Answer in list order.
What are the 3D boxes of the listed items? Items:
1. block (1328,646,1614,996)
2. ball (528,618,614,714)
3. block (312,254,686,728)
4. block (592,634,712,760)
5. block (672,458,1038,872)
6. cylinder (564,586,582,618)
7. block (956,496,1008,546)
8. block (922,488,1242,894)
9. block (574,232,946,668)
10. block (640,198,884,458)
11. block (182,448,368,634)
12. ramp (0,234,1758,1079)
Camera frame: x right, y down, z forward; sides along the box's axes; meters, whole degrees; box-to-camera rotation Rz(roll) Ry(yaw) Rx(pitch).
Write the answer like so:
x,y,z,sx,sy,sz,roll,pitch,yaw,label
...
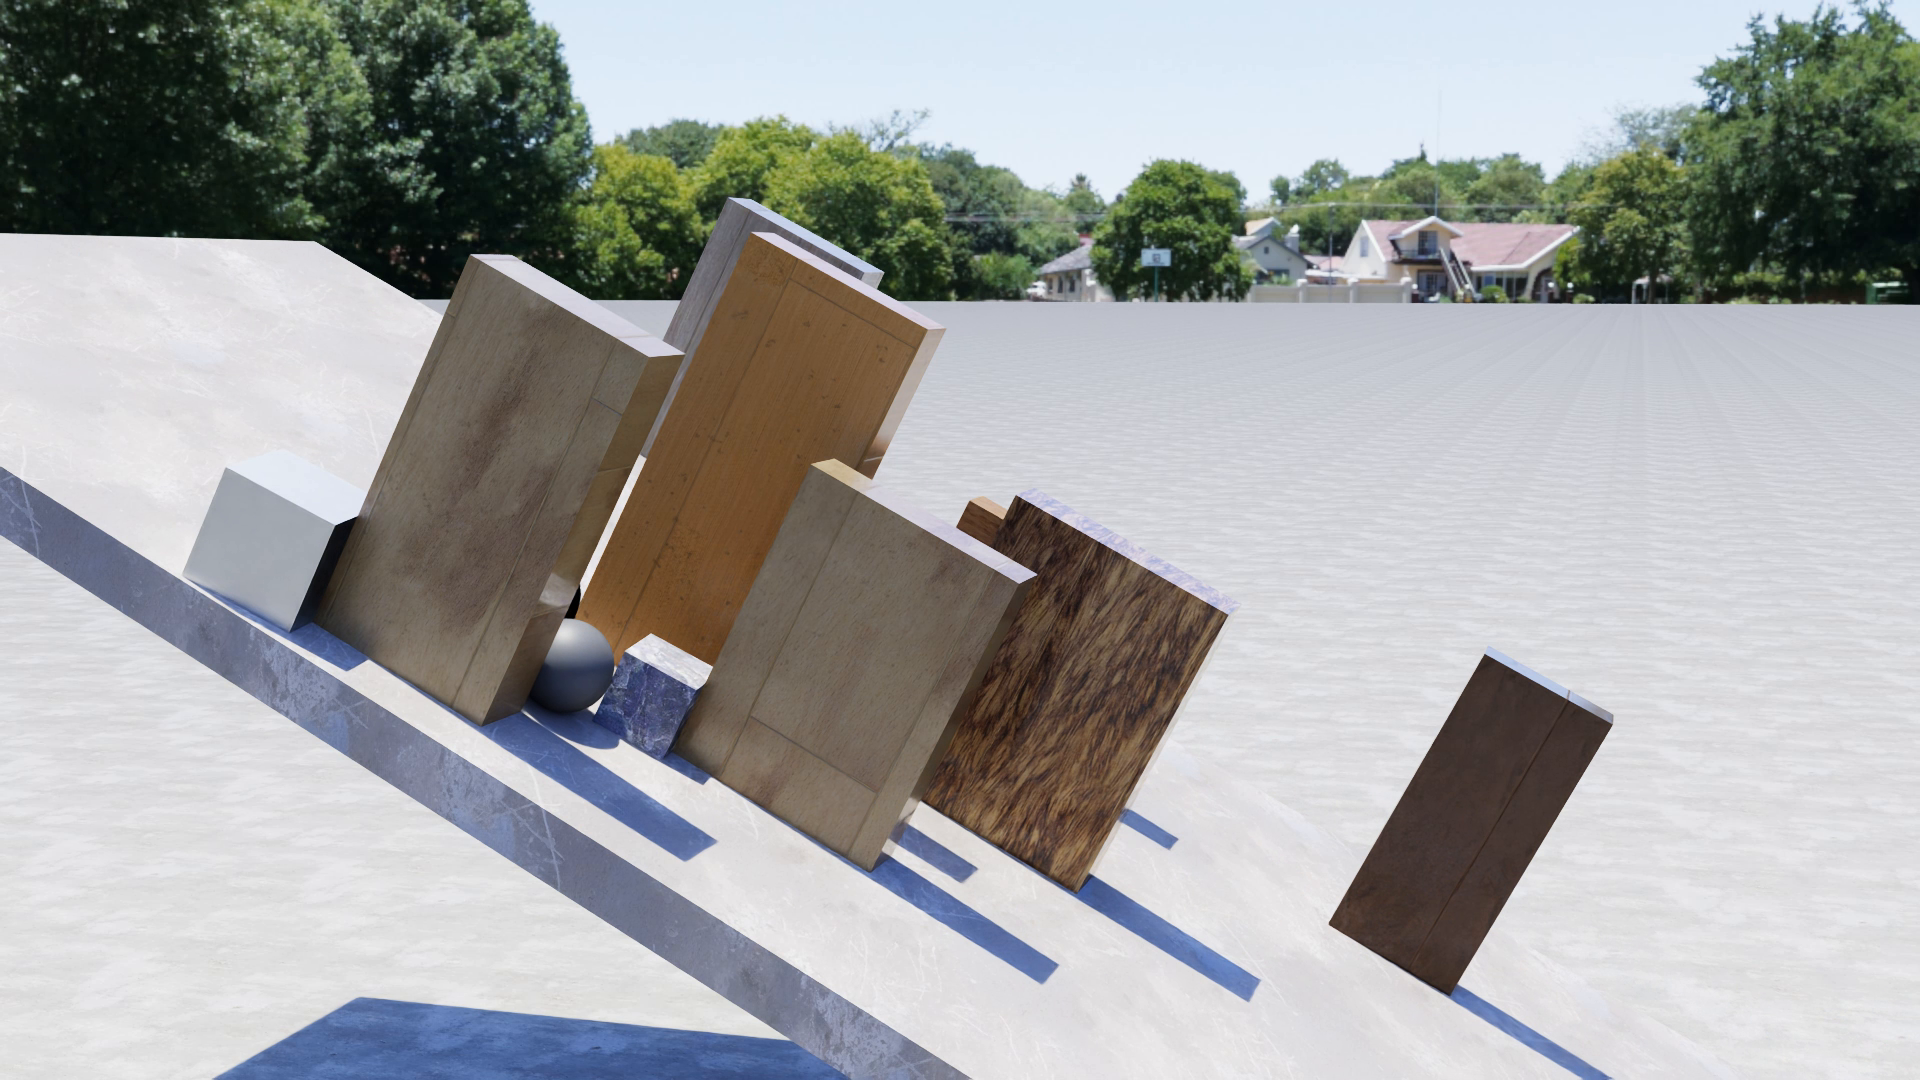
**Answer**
x,y,z,sx,sy,sz,roll,pitch,yaw,label
0.990,0.547,4.279,0.269,0.625,0.099,30,14,12,block
-0.633,0.202,3.542,0.152,0.152,0.152,0,7,0,ball
-0.714,-0.077,3.387,0.327,0.640,0.128,30,14,12,block
-0.500,0.257,3.629,0.133,0.133,0.133,28,14,5,block
-0.175,0.202,3.568,0.387,0.542,0.108,30,14,12,block
-0.762,0.095,3.601,0.198,0.198,0.198,31,17,16,cylinder
0.124,0.197,4.406,0.426,0.410,0.094,30,14,12,block
0.170,0.265,3.907,0.423,0.573,0.129,30,14,12,block
-0.359,-0.095,3.789,0.350,0.789,0.102,30,14,12,block
-0.486,-0.421,5.072,0.368,0.628,0.136,30,14,12,block
-1.052,-0.002,3.434,0.191,0.191,0.191,28,14,3,block
-0.230,0.383,4.152,4.000,0.100,2.000,30,14,12,ramp
